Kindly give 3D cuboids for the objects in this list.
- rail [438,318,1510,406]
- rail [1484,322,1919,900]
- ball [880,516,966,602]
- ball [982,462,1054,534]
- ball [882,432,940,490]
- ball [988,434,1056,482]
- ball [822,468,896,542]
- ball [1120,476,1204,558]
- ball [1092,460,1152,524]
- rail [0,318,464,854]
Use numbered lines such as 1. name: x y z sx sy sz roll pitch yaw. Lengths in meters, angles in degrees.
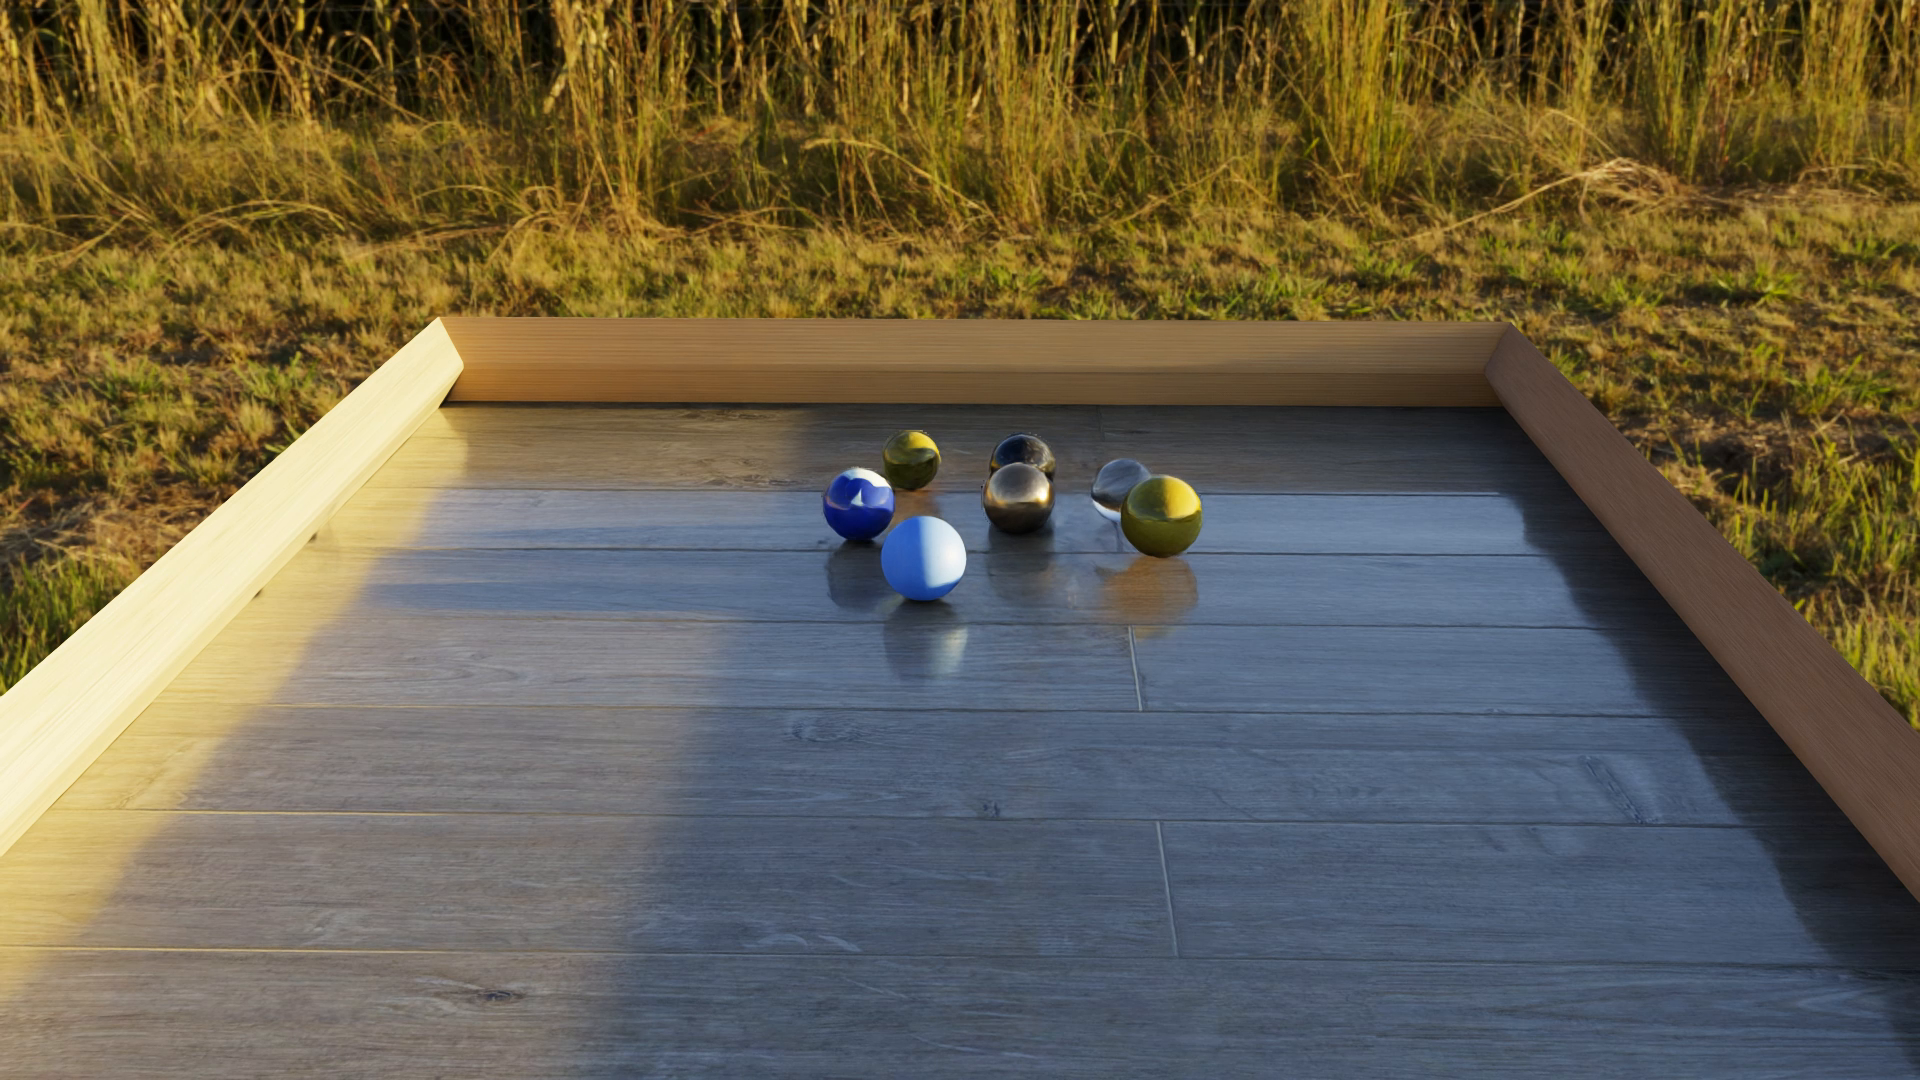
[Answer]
1. rail: 0.017 -0.263 3.307 1.617 0.129 0.045 0 18 1
2. rail: 0.767 0.236 1.786 0.045 0.129 3.214 0 18 1
3. ball: -0.041 0.021 2.496 0.097 0.097 0.097 0 18 0
4. ball: 0.073 -0.051 2.727 0.090 0.090 0.090 0 18 0
5. ball: -0.065 -0.105 2.910 0.078 0.078 0.078 0 18 0
6. ball: 0.081 -0.094 2.863 0.087 0.087 0.087 0 18 0
7. ball: -0.124 -0.043 2.704 0.089 0.089 0.089 0 18 0
8. ball: 0.243 -0.028 2.642 0.099 0.099 0.099 0 18 0
9. ball: 0.206 -0.061 2.769 0.082 0.082 0.082 0 18 0
10. rail: -0.803 0.225 1.819 0.045 0.129 3.214 0 18 1
